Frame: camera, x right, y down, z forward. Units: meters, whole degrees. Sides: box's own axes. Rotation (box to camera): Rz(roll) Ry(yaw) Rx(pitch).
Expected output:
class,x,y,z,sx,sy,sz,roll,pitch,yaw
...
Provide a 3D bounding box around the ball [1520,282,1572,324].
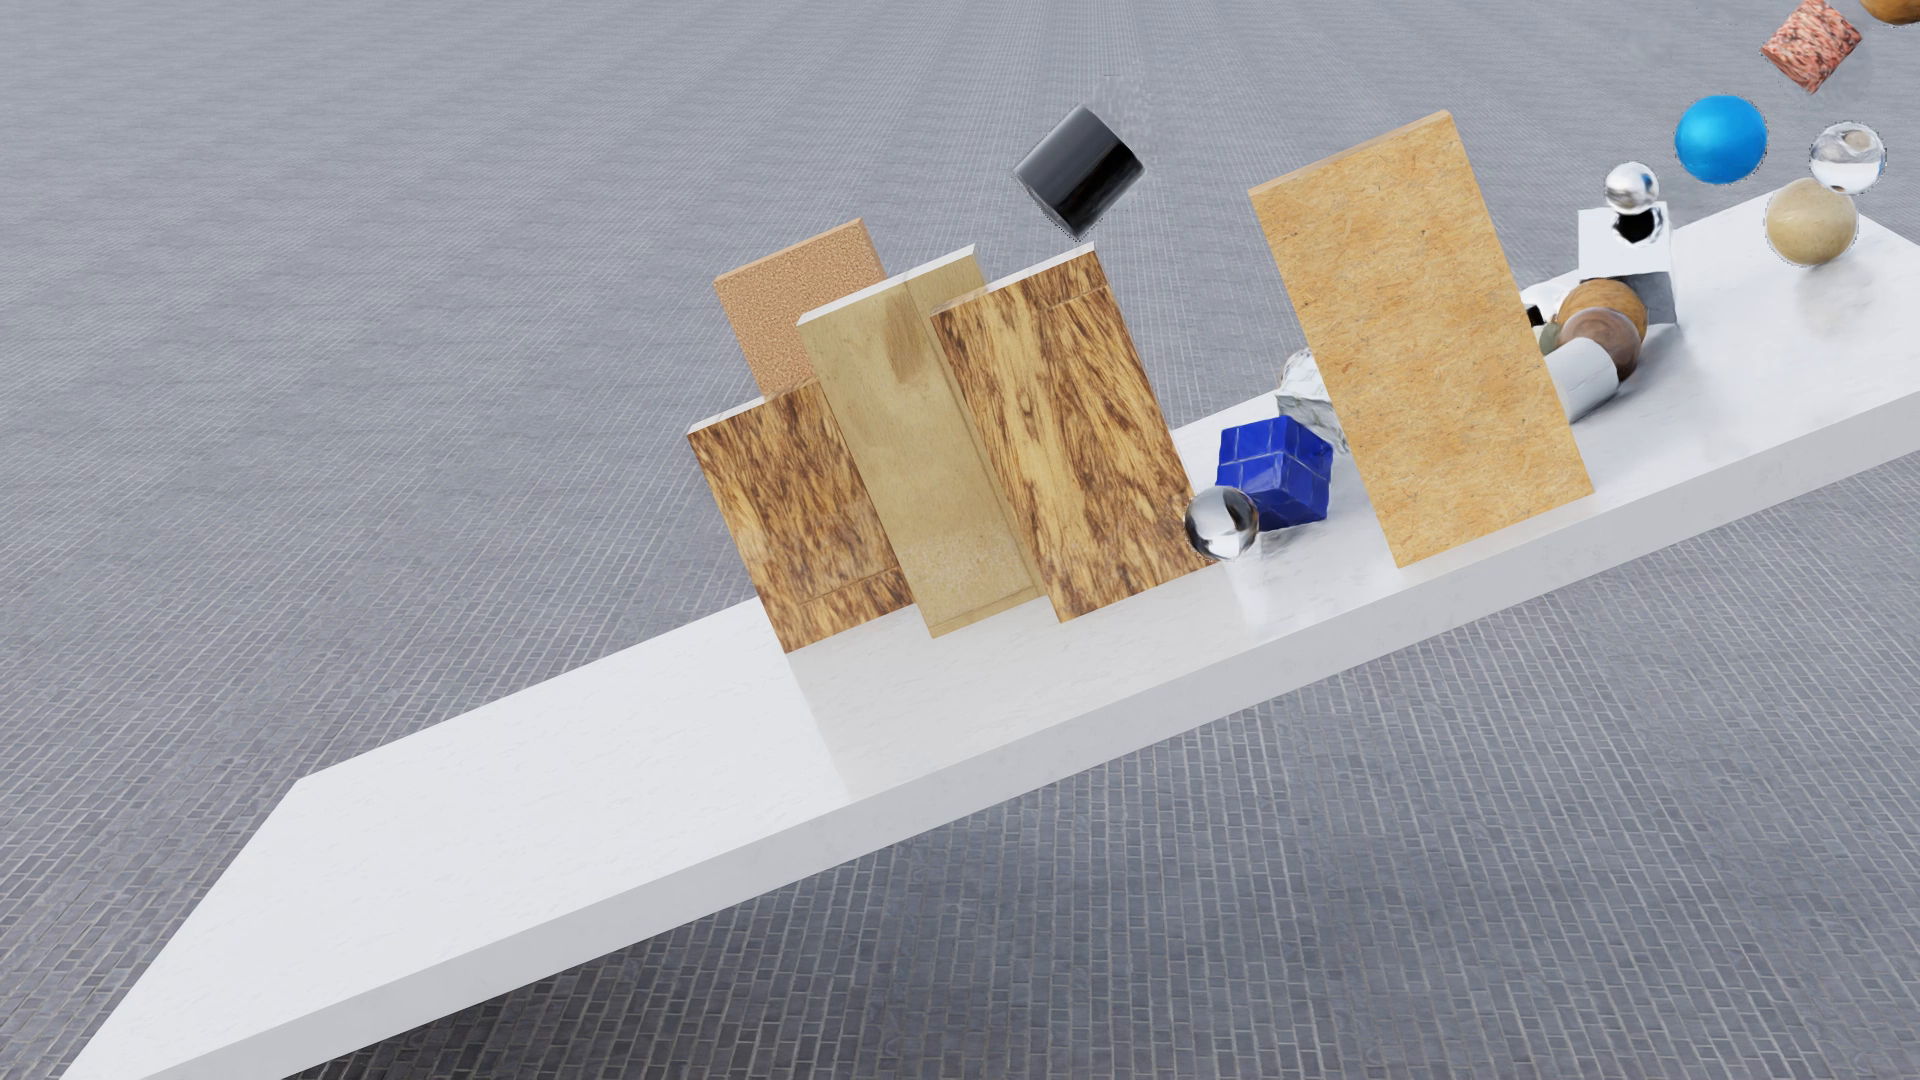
class,x,y,z,sx,sy,sz,roll,pitch,yaw
ball,1.260,-0.471,6.311,0.165,0.165,0.165,0,14,0

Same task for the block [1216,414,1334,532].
class,x,y,z,sx,sy,sz,roll,pitch,yaw
block,0.627,-0.131,5.880,0.161,0.161,0.161,-12,-30,40

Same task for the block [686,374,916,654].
class,x,y,z,sx,sy,sz,roll,pitch,yaw
block,-0.346,-0.062,6.615,0.333,0.547,0.112,-22,12,8

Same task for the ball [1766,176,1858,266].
class,x,y,z,sx,sy,sz,roll,pitch,yaw
ball,1.778,-0.666,6.143,0.185,0.185,0.185,0,14,0

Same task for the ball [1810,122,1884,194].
class,x,y,z,sx,sy,sz,roll,pitch,yaw
ball,1.751,-0.753,5.806,0.142,0.142,0.142,0,14,0

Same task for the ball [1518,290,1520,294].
class,x,y,z,sx,sy,sz,roll,pitch,yaw
ball,1.180,-0.501,6.554,0.170,0.170,0.170,0,14,0

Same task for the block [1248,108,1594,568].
class,x,y,z,sx,sy,sz,roll,pitch,yaw
block,0.828,-0.356,5.277,0.376,0.733,0.091,-22,12,8

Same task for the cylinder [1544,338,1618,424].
class,x,y,z,sx,sy,sz,roll,pitch,yaw
cylinder,1.196,-0.306,5.793,0.139,0.139,0.139,-30,28,-29

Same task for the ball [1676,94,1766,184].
class,x,y,z,sx,sy,sz,roll,pitch,yaw
ball,1.551,-0.817,5.997,0.181,0.181,0.181,0,14,0

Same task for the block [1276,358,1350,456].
class,x,y,z,sx,sy,sz,roll,pitch,yaw
block,0.759,-0.280,6.151,0.138,0.138,0.138,9,42,29

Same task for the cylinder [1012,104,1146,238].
class,x,y,z,sx,sy,sz,roll,pitch,yaw
cylinder,0.238,-0.741,5.919,0.190,0.190,0.190,-45,19,1

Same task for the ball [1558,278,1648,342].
class,x,y,z,sx,sy,sz,roll,pitch,yaw
ball,1.324,-0.449,6.061,0.182,0.182,0.182,0,14,0

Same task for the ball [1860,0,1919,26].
class,x,y,z,sx,sy,sz,roll,pitch,yaw
ball,1.938,-1.153,6.051,0.184,0.184,0.184,0,14,0

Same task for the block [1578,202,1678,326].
class,x,y,z,sx,sy,sz,roll,pitch,yaw
block,1.405,-0.576,6.187,0.182,0.182,0.182,-4,57,18

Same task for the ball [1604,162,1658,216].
class,x,y,z,sx,sy,sz,roll,pitch,yaw
ball,1.394,-0.729,6.106,0.111,0.111,0.111,0,14,0

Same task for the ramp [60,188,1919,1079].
class,x,y,z,sx,sy,sz,roll,pitch,yaw
ramp,0.127,0.172,6.288,4.000,0.100,2.000,-22,12,8

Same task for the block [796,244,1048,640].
class,x,y,z,sx,sy,sz,roll,pitch,yaw
block,-0.013,-0.206,6.194,0.397,0.726,0.144,-22,12,8

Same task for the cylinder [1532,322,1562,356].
class,x,y,z,sx,sy,sz,roll,pitch,yaw
cylinder,1.157,-0.350,6.003,0.159,0.159,0.159,-12,3,43

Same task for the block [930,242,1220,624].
class,x,y,z,sx,sy,sz,roll,pitch,yaw
block,0.234,-0.213,5.890,0.349,0.677,0.121,-22,12,8

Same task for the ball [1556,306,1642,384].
class,x,y,z,sx,sy,sz,roll,pitch,yaw
ball,1.282,-0.385,5.904,0.167,0.167,0.167,0,14,0

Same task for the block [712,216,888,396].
class,x,y,z,sx,sy,sz,roll,pitch,yaw
block,-0.253,-0.329,7.003,0.373,0.789,0.097,-22,12,8

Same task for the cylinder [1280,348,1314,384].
class,x,y,z,sx,sy,sz,roll,pitch,yaw
cylinder,0.800,-0.344,6.447,0.143,0.143,0.143,-6,11,-21

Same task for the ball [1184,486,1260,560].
class,x,y,z,sx,sy,sz,roll,pitch,yaw
ball,0.514,-0.034,5.767,0.148,0.148,0.148,0,14,0

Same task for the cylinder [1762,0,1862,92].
class,x,y,z,sx,sy,sz,roll,pitch,yaw
cylinder,1.658,-0.966,5.725,0.134,0.134,0.134,39,9,-8

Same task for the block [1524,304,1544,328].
class,x,y,z,sx,sy,sz,roll,pitch,yaw
block,1.143,-0.393,6.212,0.158,0.158,0.158,-27,13,-16
